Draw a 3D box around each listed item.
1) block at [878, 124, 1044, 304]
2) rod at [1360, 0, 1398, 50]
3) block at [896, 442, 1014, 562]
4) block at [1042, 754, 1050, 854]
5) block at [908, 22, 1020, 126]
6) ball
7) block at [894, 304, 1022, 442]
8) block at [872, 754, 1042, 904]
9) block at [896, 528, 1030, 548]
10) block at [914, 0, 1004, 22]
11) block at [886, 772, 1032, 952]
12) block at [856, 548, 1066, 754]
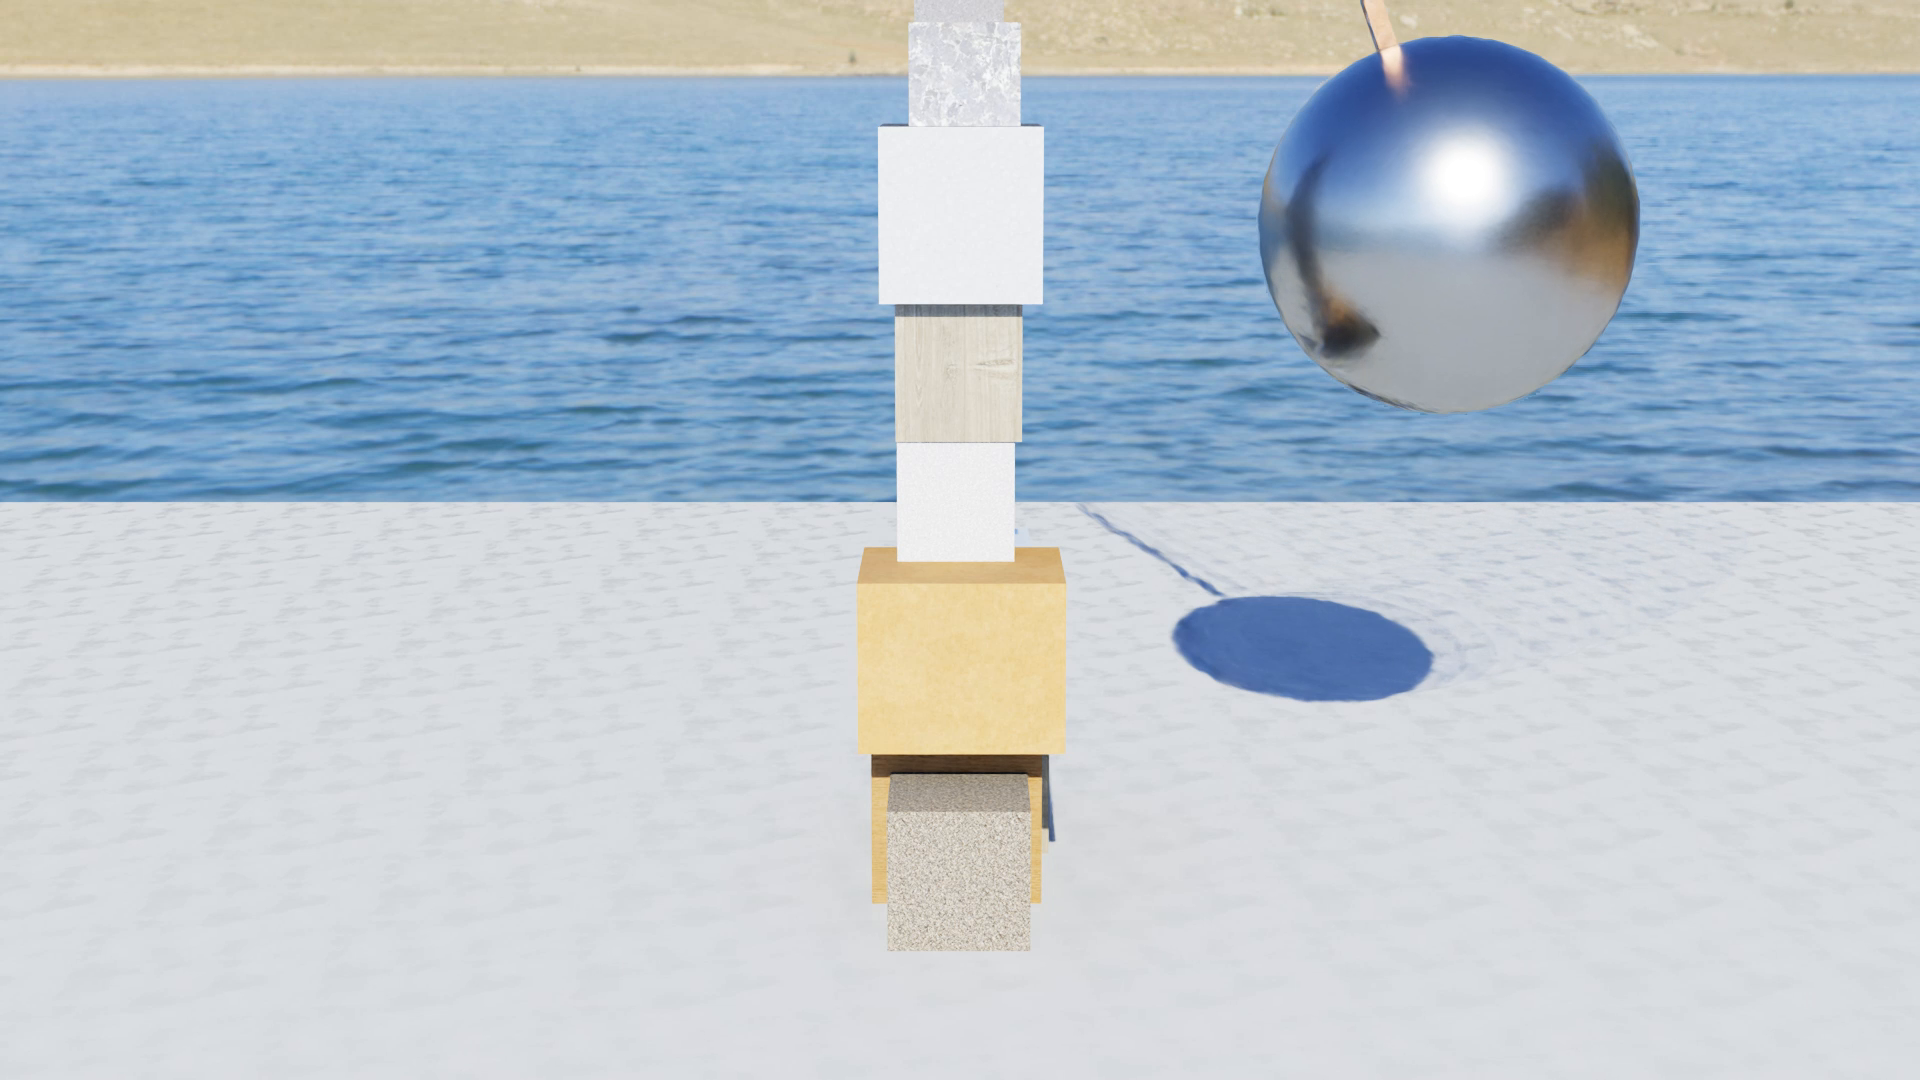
[{"bbox_3d":[0.004,-1.400,10.926,0.677,0.724,0.769,0,10,0],"label":"block"},{"bbox_3d":[0.899,-4.476,10.366,0.080,5.200,0.080,-20,10,4],"label":"rod"},{"bbox_3d":[-0.018,-0.211,11.142,0.497,0.516,0.538,0,10,0],"label":"block"},{"bbox_3d":[0.012,0.949,12.025,0.783,0.830,0.811,0,10,0],"label":"block"},{"bbox_3d":[0.019,-1.964,10.823,0.461,0.421,0.480,0,10,0],"label":"block"},{"bbox_3d":[2.074,-1.337,10.937,1.600,1.600,1.600,0,10,0],"label":"ball"},{"bbox_3d":[-0.005,-0.754,11.043,0.533,0.589,0.565,0,10,0],"label":"block"},{"bbox_3d":[-0.014,1.131,11.277,0.725,0.740,0.706,0,10,0],"label":"block"},{"bbox_3d":[0.015,0.297,11.658,0.603,0.586,0.677,0,10,0],"label":"block"},{"bbox_3d":[-0.004,-2.389,10.746,0.368,0.442,0.389,0,10,0],"label":"block"},{"bbox_3d":[-0.004,1.325,10.640,0.580,0.586,0.597,0,10,0],"label":"block"},{"bbox_3d":[0.007,0.457,10.914,0.854,0.716,0.824,0,10,0],"label":"block"}]
